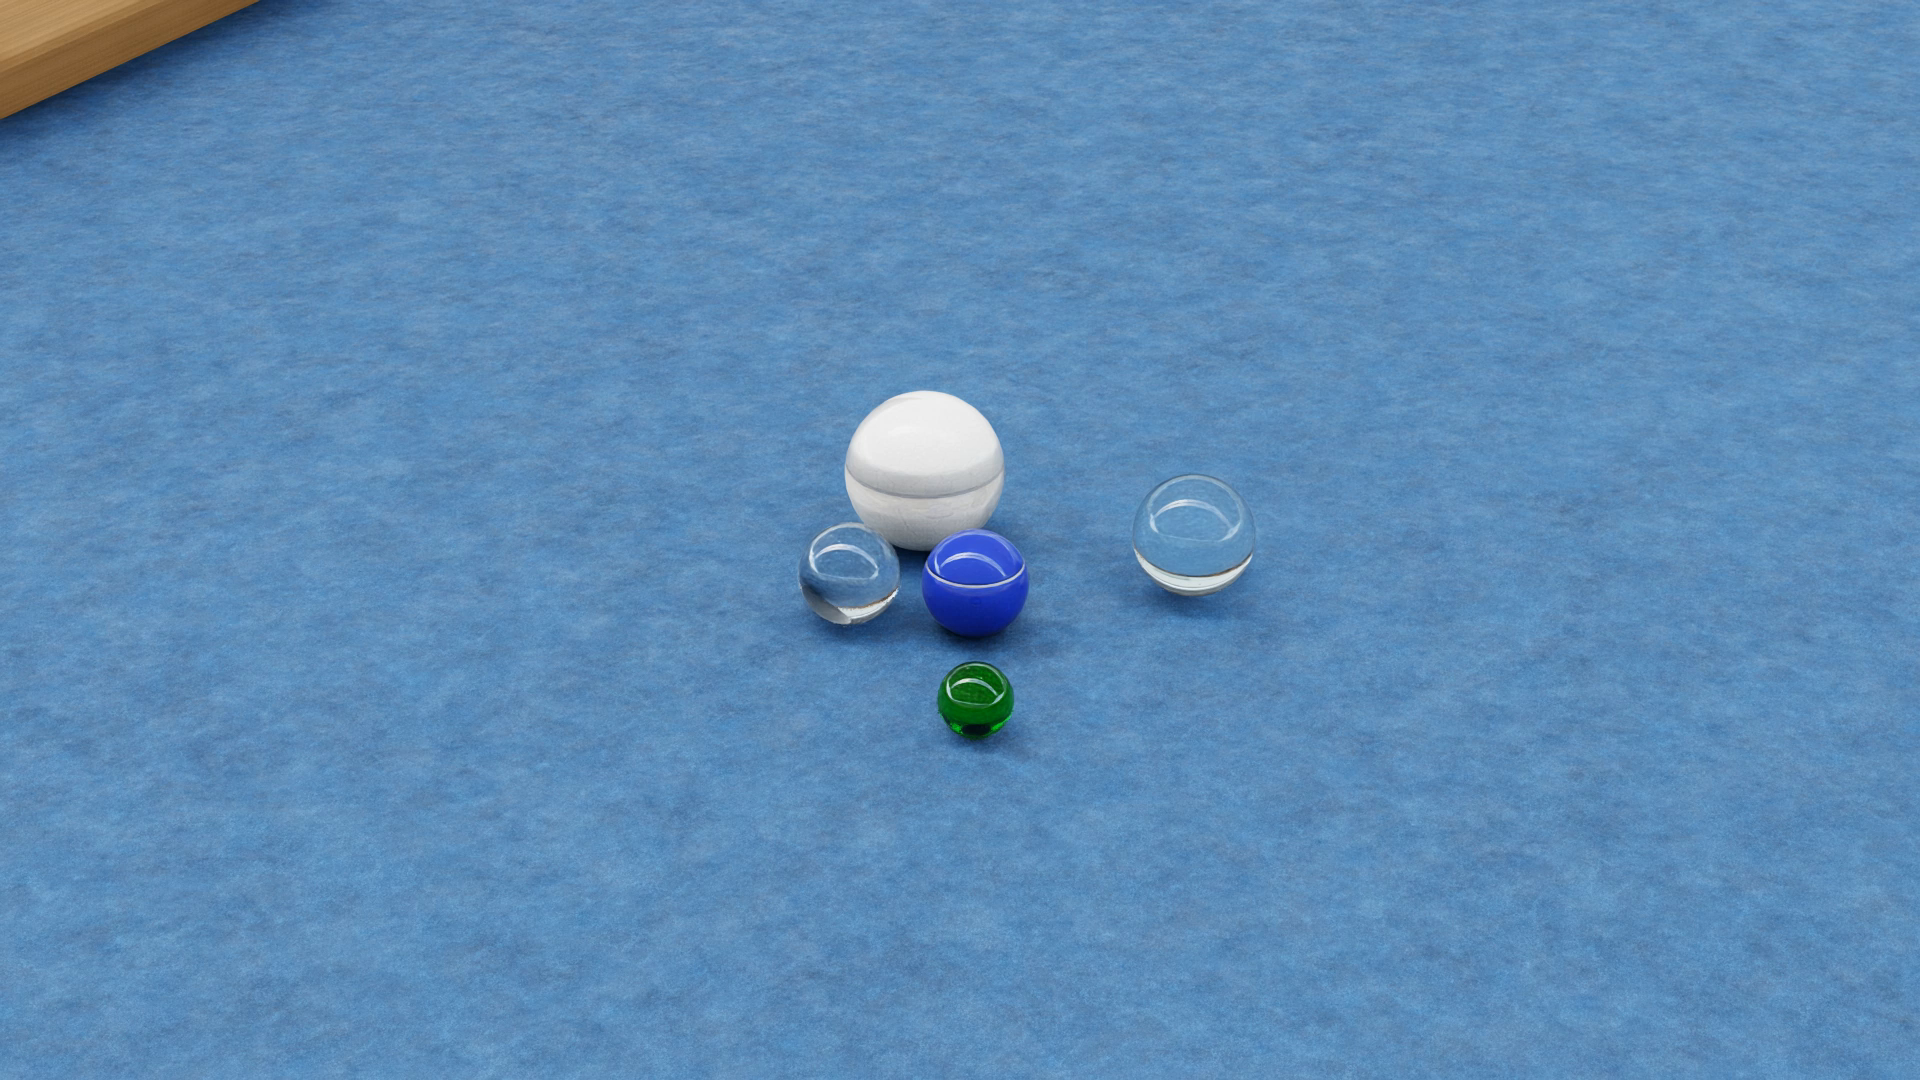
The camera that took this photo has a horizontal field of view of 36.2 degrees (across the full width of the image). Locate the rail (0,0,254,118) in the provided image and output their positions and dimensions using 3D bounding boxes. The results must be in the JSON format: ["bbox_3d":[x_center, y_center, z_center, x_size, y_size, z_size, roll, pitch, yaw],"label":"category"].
[{"bbox_3d":[-0.455,-0.668,2.818,0.045,0.121,4.014,13,31,23],"label":"rail"}]

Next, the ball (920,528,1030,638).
[{"bbox_3d":[0.008,0.024,1.620,0.060,0.060,0.060,0,29,0],"label":"ball"}]

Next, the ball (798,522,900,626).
[{"bbox_3d":[-0.061,0.019,1.632,0.057,0.057,0.057,0,29,0],"label":"ball"}]

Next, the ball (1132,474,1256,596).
[{"bbox_3d":[0.132,-0.003,1.658,0.070,0.070,0.070,0,29,0],"label":"ball"}]

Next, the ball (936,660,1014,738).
[{"bbox_3d":[0.008,0.083,1.532,0.040,0.040,0.040,0,29,0],"label":"ball"}]

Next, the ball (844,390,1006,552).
[{"bbox_3d":[-0.020,-0.040,1.701,0.093,0.093,0.093,0,29,0],"label":"ball"}]
